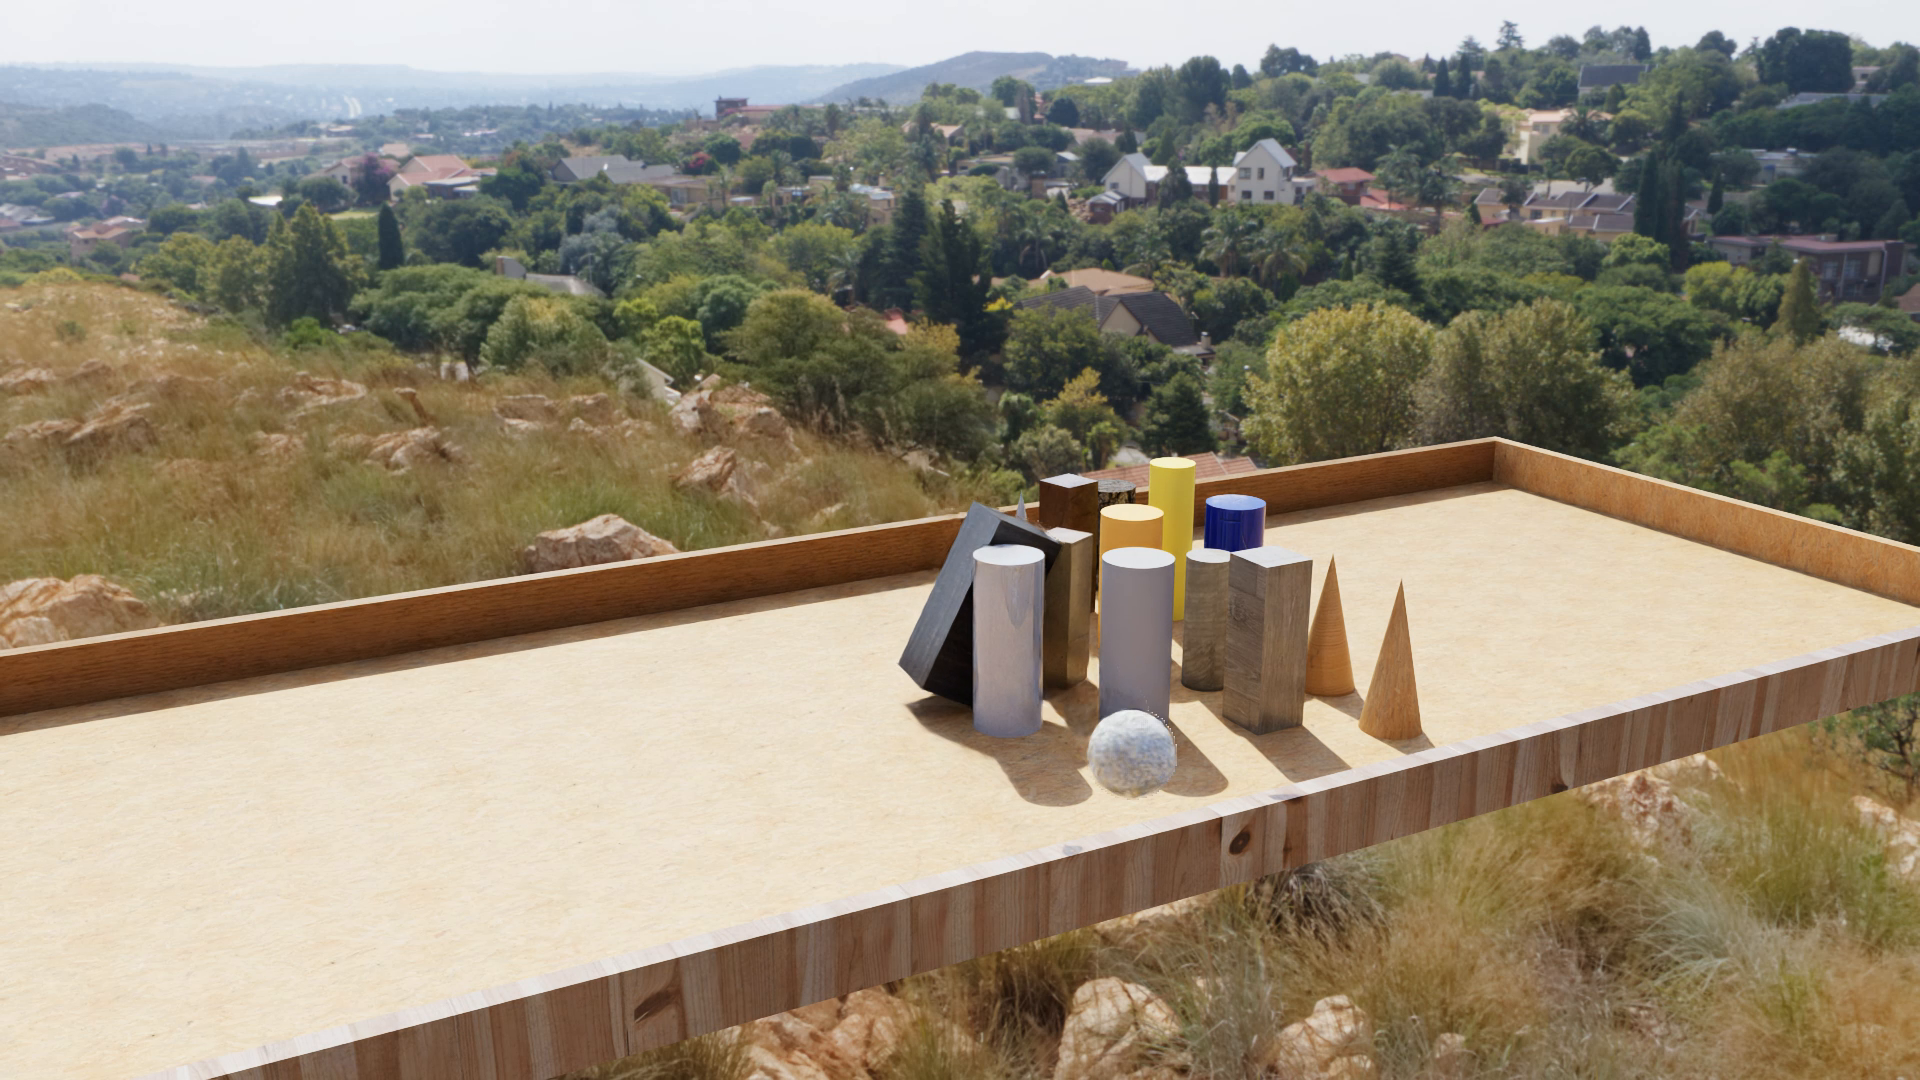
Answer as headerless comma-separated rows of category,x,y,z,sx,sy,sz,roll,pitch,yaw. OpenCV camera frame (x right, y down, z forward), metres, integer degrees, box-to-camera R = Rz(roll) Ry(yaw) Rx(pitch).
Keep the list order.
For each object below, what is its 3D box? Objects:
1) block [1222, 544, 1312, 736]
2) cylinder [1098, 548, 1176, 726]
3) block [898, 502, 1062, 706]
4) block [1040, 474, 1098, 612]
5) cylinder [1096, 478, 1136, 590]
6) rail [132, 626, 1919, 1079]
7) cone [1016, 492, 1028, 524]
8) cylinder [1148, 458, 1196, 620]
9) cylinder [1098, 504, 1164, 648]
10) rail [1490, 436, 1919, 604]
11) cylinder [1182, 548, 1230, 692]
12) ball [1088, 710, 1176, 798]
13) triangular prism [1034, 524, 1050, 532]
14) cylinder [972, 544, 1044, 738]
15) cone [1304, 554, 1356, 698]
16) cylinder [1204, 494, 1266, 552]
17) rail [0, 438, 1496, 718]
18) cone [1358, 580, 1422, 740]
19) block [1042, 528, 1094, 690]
block,0.715,0.232,3.844,0.133,0.407,0.133,-9,19,-28
cylinder,0.411,0.232,3.857,0.168,0.399,0.168,0,16,0
block,0.045,0.158,3.974,0.176,0.442,0.176,22,7,-26
block,0.301,0.018,4.617,0.115,0.381,0.115,-14,22,-40
cylinder,0.436,-0.015,4.870,0.157,0.302,0.157,0,16,0
rail,-2.336,1.006,1.665,12.000,0.150,0.050,-9,18,-27
cone,0.159,0.077,4.336,0.180,0.427,0.180,0,16,0
cylinder,0.584,-0.002,4.586,0.125,0.437,0.125,0,16,0
cylinder,0.447,0.105,4.340,0.163,0.370,0.163,0,16,0
rail,2.466,-0.048,5.253,0.050,0.150,2.100,-9,18,-27
cylinder,0.614,0.199,4.086,0.118,0.335,0.118,0,16,0
ball,0.342,0.427,3.298,0.174,0.174,0.174,0,16,0
triangular prism,0.127,0.140,4.200,0.083,0.388,0.096,30,-7,13
cylinder,0.111,0.233,3.822,0.164,0.417,0.164,0,16,0
cone,0.909,0.197,4.066,0.151,0.348,0.151,0,16,0
cylinder,0.718,0.090,4.351,0.155,0.393,0.155,0,16,0
rail,-3.305,0.497,3.399,12.000,0.150,0.050,-9,18,-27
cone,1.006,0.262,3.807,0.145,0.370,0.145,0,16,0
block,0.253,0.170,4.103,0.104,0.377,0.104,11,19,32
